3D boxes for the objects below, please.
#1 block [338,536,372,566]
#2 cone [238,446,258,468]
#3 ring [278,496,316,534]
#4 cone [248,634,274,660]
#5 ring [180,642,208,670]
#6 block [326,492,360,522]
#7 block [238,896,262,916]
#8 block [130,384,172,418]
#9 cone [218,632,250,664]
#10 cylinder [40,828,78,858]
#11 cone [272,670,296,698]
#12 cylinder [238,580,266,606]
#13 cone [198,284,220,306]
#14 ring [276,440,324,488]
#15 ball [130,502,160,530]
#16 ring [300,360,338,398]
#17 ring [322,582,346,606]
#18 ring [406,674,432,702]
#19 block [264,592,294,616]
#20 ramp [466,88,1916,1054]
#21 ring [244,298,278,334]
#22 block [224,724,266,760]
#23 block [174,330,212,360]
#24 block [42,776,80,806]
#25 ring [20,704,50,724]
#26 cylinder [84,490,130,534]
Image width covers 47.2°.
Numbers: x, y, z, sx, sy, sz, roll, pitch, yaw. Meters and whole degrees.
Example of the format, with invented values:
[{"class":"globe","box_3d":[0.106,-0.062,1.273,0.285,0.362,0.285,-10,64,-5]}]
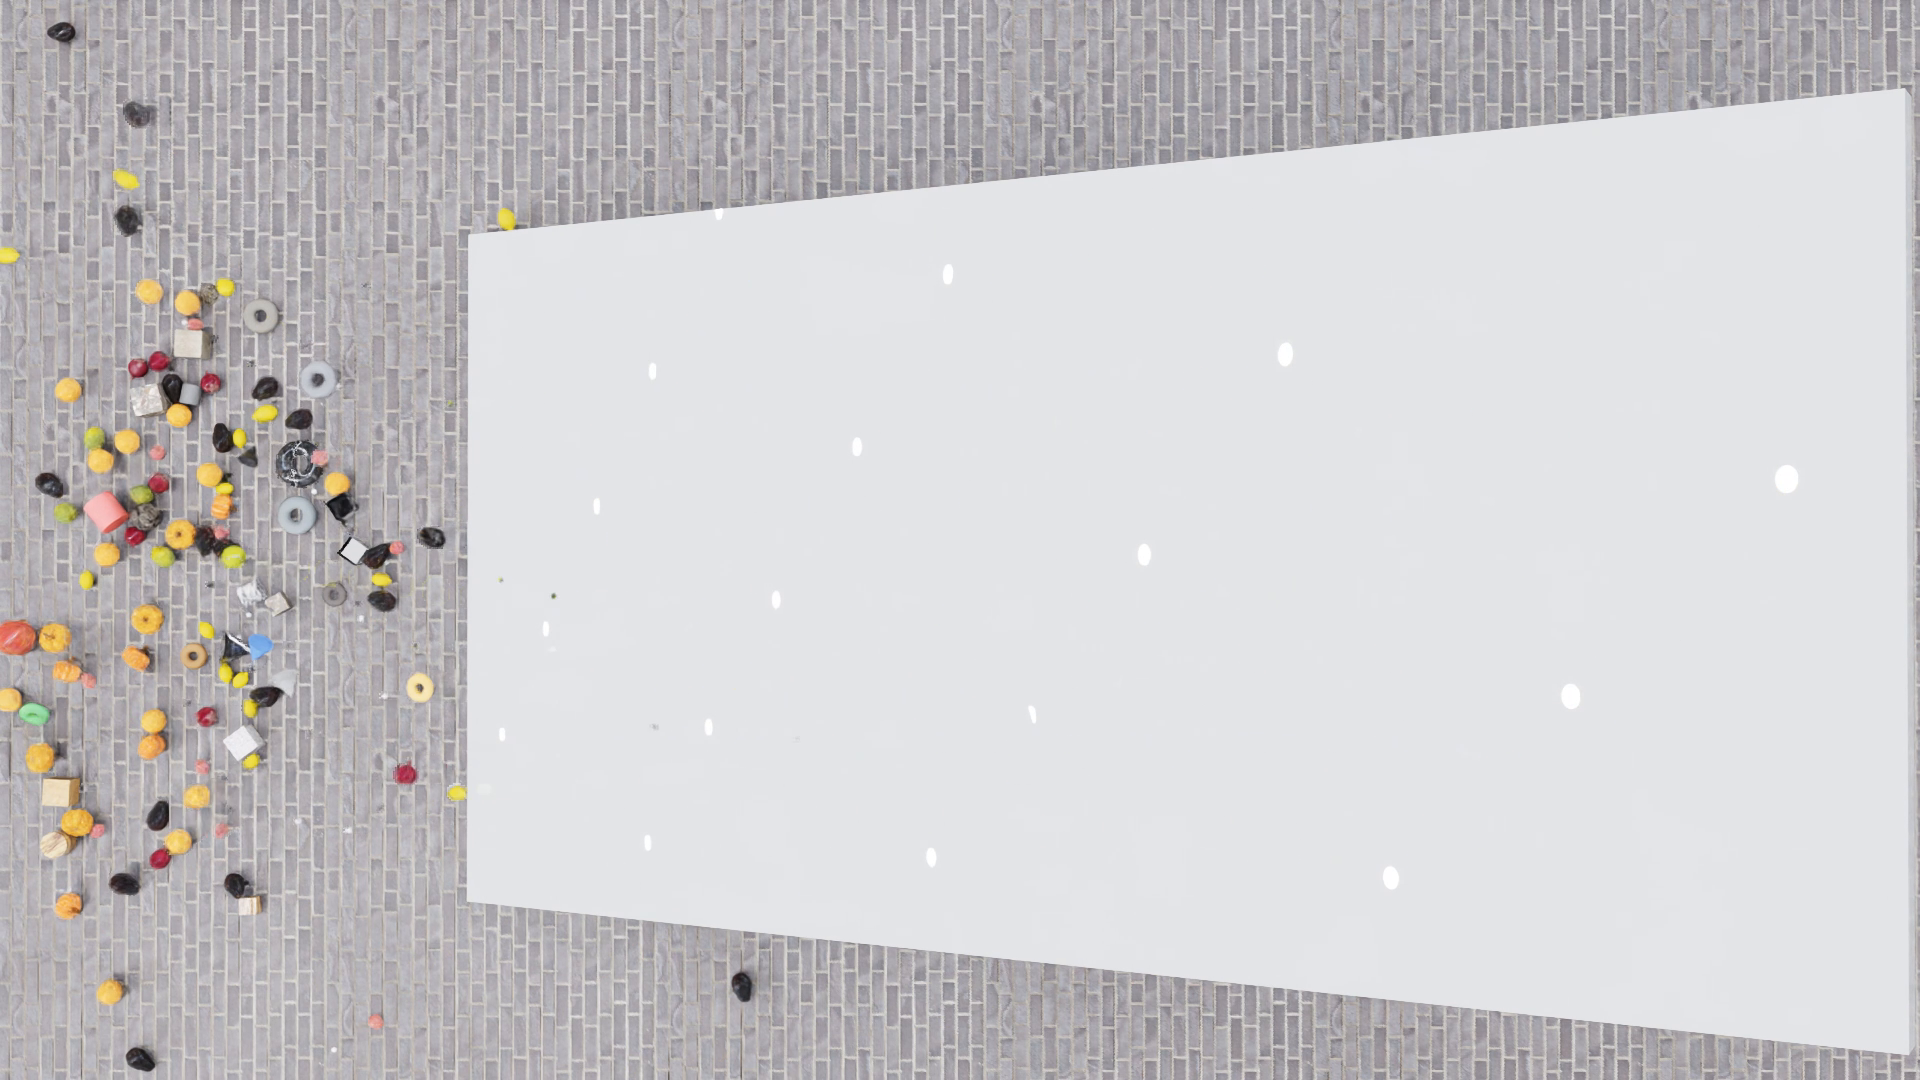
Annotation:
[{"class":"block","box_3d":[-1.829,0.034,6.652,0.064,0.064,0.064,36,90,0]},{"class":"cone","box_3d":[-2.151,-0.263,6.673,0.061,0.061,0.061,15,63,0]},{"class":"ring","box_3d":[-2.010,-0.075,6.666,0.118,0.039,0.118,0,90,1]},{"class":"cone","box_3d":[-2.132,0.340,6.664,0.078,0.078,0.078,33,116,0]},{"class":"ring","box_3d":[-2.323,0.352,6.668,0.080,0.027,0.080,0,89,-1]},{"class":"block","box_3d":[-1.866,-0.101,6.653,0.064,0.064,0.064,-33,90,0]},{"class":"block","box_3d":[-2.146,1.104,6.648,0.051,0.051,0.051,-2,89,0]},{"class":"block","box_3d":[-2.444,-0.421,6.646,0.084,0.084,0.084,-13,89,0]},{"class":"cone","box_3d":[-2.185,0.334,6.660,0.096,0.096,0.096,11,89,-27]},{"class":"cylinder","box_3d":[-2.720,0.916,6.636,0.079,0.079,0.079,0,89,0]},{"class":"cone","box_3d":[-2.037,0.445,6.663,0.077,0.077,0.077,-11,116,0]},{"class":"cylinder","box_3d":[-2.142,0.161,6.652,0.062,0.062,0.062,-24,90,0]},{"class":"cone","box_3d":[-2.284,-0.746,6.659,0.065,0.065,0.065,0,89,0]},{"class":"ring","box_3d":[-2.001,-0.231,6.663,0.145,0.048,0.145,0,90,-1]},{"class":"ball","box_3d":[-2.460,-0.070,6.643,0.084,0.084,0.084,0,89,0]},{"class":"ring","box_3d":[-1.944,-0.487,6.668,0.114,0.038,0.114,0,91,5]},{"class":"ring","box_3d":[-1.898,0.165,6.670,0.075,0.025,0.075,0,90,1]},{"class":"ring","box_3d":[-1.636,0.447,6.657,0.088,0.029,0.088,1,94,18]},{"class":"block","box_3d":[-2.060,0.194,6.655,0.054,0.054,0.054,-30,90,0]},{"class":"ramp","box_3d":[0.267,0.073,5.617,4.000,0.100,2.000,0,89,31]},{"class":"ring","box_3d":[-2.121,-0.680,6.673,0.107,0.036,0.107,0,90,1]},{"class":"block","box_3d":[-2.161,0.611,6.641,0.076,0.076,0.076,-36,90,0]},{"class":"block","box_3d":[-2.320,-0.590,6.650,0.081,0.081,0.081,3,89,0]},{"class":"block","box_3d":[-2.713,0.759,6.638,0.079,0.079,0.079,3,89,0]},{"class":"ring","box_3d":[-2.796,0.526,6.646,0.087,0.087,0.029,-1,48,0]},{"class":"cylinder","box_3d":[-2.576,-0.084,6.639,0.093,0.093,0.093,-39,90,0]}]
